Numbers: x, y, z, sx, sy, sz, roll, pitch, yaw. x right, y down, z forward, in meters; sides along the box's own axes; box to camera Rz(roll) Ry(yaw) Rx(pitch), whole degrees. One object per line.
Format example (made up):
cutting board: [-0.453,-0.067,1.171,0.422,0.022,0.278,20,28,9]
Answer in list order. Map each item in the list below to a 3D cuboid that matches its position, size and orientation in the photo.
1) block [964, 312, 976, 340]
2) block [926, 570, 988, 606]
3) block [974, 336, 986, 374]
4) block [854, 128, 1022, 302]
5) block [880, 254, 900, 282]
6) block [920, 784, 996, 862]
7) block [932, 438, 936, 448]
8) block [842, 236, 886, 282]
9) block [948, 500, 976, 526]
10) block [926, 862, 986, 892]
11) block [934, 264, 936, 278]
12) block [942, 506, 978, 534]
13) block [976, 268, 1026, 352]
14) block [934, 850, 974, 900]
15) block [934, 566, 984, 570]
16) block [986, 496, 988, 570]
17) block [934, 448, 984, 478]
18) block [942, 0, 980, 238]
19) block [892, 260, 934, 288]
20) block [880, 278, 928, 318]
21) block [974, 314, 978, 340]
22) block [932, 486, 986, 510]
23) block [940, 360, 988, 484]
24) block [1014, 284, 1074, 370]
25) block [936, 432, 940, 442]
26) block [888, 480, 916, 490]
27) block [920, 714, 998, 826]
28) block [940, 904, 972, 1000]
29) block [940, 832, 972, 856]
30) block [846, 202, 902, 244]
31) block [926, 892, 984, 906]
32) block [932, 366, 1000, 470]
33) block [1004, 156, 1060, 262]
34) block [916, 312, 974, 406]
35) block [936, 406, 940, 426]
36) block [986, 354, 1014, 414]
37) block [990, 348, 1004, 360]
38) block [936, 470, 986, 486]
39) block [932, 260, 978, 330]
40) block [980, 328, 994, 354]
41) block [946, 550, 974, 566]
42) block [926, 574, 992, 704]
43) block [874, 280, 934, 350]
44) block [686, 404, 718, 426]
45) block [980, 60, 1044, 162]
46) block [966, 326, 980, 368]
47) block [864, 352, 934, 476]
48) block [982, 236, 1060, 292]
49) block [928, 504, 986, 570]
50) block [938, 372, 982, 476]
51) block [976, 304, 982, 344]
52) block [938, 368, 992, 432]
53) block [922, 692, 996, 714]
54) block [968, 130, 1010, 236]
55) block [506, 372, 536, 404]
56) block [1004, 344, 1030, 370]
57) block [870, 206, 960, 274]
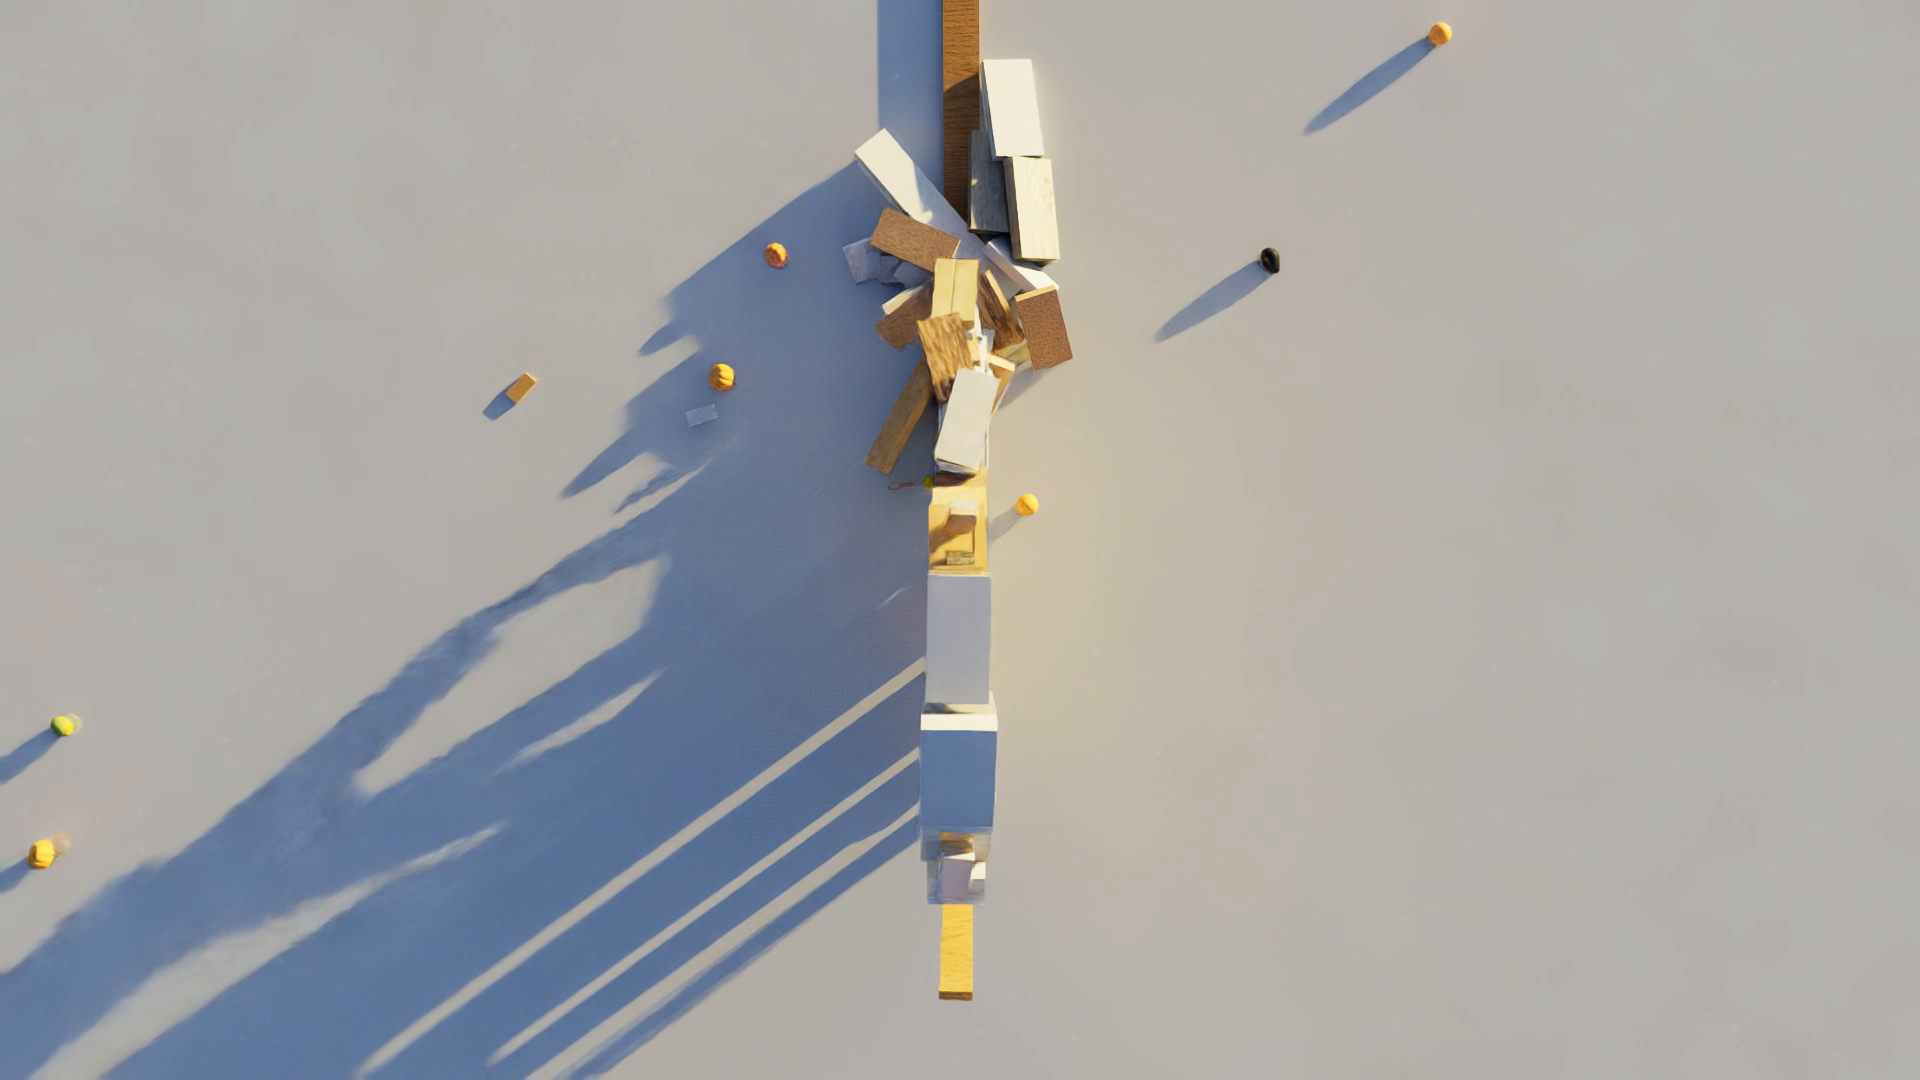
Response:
block: [-0.011,-0.703,5.021,0.113,0.032,0.227,2,54,3]
block: [-0.004,0.115,3.988,0.148,0.295,0.042,1,97,0]
block: [0.005,-0.551,5.062,0.149,0.298,0.042,1,120,1]
block: [-0.073,-1.048,5.434,0.131,0.037,0.697,-41,90,-13]
block: [-0.179,-0.900,5.458,0.174,0.025,0.087,-2,110,-10]
block: [-0.008,0.716,4.160,0.175,0.350,0.050,1,54,-3]
block: [-0.023,-0.233,5.429,0.117,0.033,0.235,-4,63,-2]
block: [-0.255,-0.952,5.457,0.240,0.034,0.120,-21,117,0]
block: [0.007,-0.071,4.409,0.073,0.147,0.021,1,73,0]
block: [-0.014,0.827,4.371,0.150,0.301,0.043,1,113,-2]
block: [-0.016,-0.805,5.180,0.113,0.227,0.032,-5,125,-3]
block: [-0.001,-0.051,4.361,0.073,0.147,0.021,3,70,-9]
block: [0.095,-0.746,5.382,0.131,0.037,0.261,-15,119,32]
block: [-0.016,0.851,4.181,0.081,0.023,0.161,6,129,-4]
block: [-0.003,0.192,4.156,0.124,0.035,0.248,0,91,0]
block: [0.001,0.020,5.174,0.168,0.048,0.336,0,68,0]
block: [-0.002,-0.210,5.080,0.149,0.298,0.042,0,72,0]
block: [0.004,-1.569,5.483,0.120,0.034,1.281,0,90,0]
block: [-0.131,-0.861,5.453,0.174,0.025,0.087,34,97,-21]
block: [-0.171,-0.775,5.409,0.174,0.087,0.025,-35,47,-12]
block: [0.007,-0.641,5.075,0.088,0.025,0.175,-2,49,-1]
block: [-0.002,-0.087,4.682,0.153,0.307,0.043,0,109,1]
block: [0.012,-0.369,5.214,0.149,0.042,0.413,3,116,6]
block: [0.277,-0.695,5.408,0.133,0.038,0.266,-18,125,0]
block: [-0.014,-0.373,5.387,0.108,0.030,0.215,10,73,-1]
block: [-0.192,-0.181,5.476,0.096,0.048,0.014,-10,90,0]
block: [-0.005,0.546,3.888,0.175,0.050,0.350,1,132,-1]
block: [-0.006,0.987,4.775,0.081,1.471,0.023,2,100,0]
block: [-0.011,0.802,4.173,0.081,0.023,0.161,3,132,0]
block: [-0.251,-1.054,5.483,0.240,0.034,0.120,-12,90,0]
block: [-0.012,0.912,4.463,0.150,0.395,0.043,2,93,0]
block: [0.018,-0.354,4.813,0.127,0.036,0.275,16,85,-6]
block: [0.237,-1.088,5.430,0.165,0.047,0.330,-6,90,-38]
block: [-0.035,-0.537,4.876,0.127,0.036,0.255,-14,79,-6]
block: [-0.017,-0.477,5.453,0.108,0.030,0.215,4,73,-1]
block: [0.063,-0.477,5.273,0.131,0.037,0.262,21,131,-8]
block: [0.127,-0.648,5.493,0.048,0.014,0.095,9,90,0]
block: [0.002,-0.063,4.836,0.149,0.042,0.297,0,68,0]
block: [-0.015,-0.748,5.012,0.127,0.036,0.255,2,54,3]
block: [0.023,-0.562,5.376,0.133,0.038,0.266,11,88,-1]
block: [0.001,0.058,4.372,0.073,0.147,0.021,-3,106,-1]
block: [-0.003,0.229,3.821,0.148,0.042,0.295,1,91,0]
block: [-0.143,-0.724,5.338,0.244,0.122,0.035,-35,46,18]
block: [-0.860,-0.416,5.493,0.096,0.014,0.048,-16,90,0]
block: [0.170,-1.417,5.435,0.165,0.047,0.330,-5,83,-17]
block: [0.010,-0.584,4.981,0.088,0.175,0.025,-5,134,-3]
block: [-0.178,-0.420,5.440,0.035,0.122,0.423,29,90,-35]
block: [0.201,-0.893,5.435,0.262,0.131,0.037,43,122,0]
block: [-0.005,0.054,4.467,0.153,0.043,0.307,-1,71,0]
block: [0.000,-0.346,4.875,0.113,0.032,0.305,3,79,-2]
block: [-0.005,-0.711,5.176,0.122,0.035,0.244,-3,51,-5]
block: [0.016,-0.443,5.261,0.131,0.037,0.262,13,132,0]
block: [-0.002,0.429,4.124,0.175,0.573,0.050,0,90,0]
block: [0.111,-1.174,5.438,0.165,0.047,0.330,2,84,-16]
block: [-1.462,-0.505,5.493,0.048,0.014,0.096,43,90,0]
block: [0.194,-0.608,5.486,0.095,0.014,0.048,-38,100,-4]
block: [-0.148,-0.971,5.385,0.266,0.038,0.133,24,93,2]
